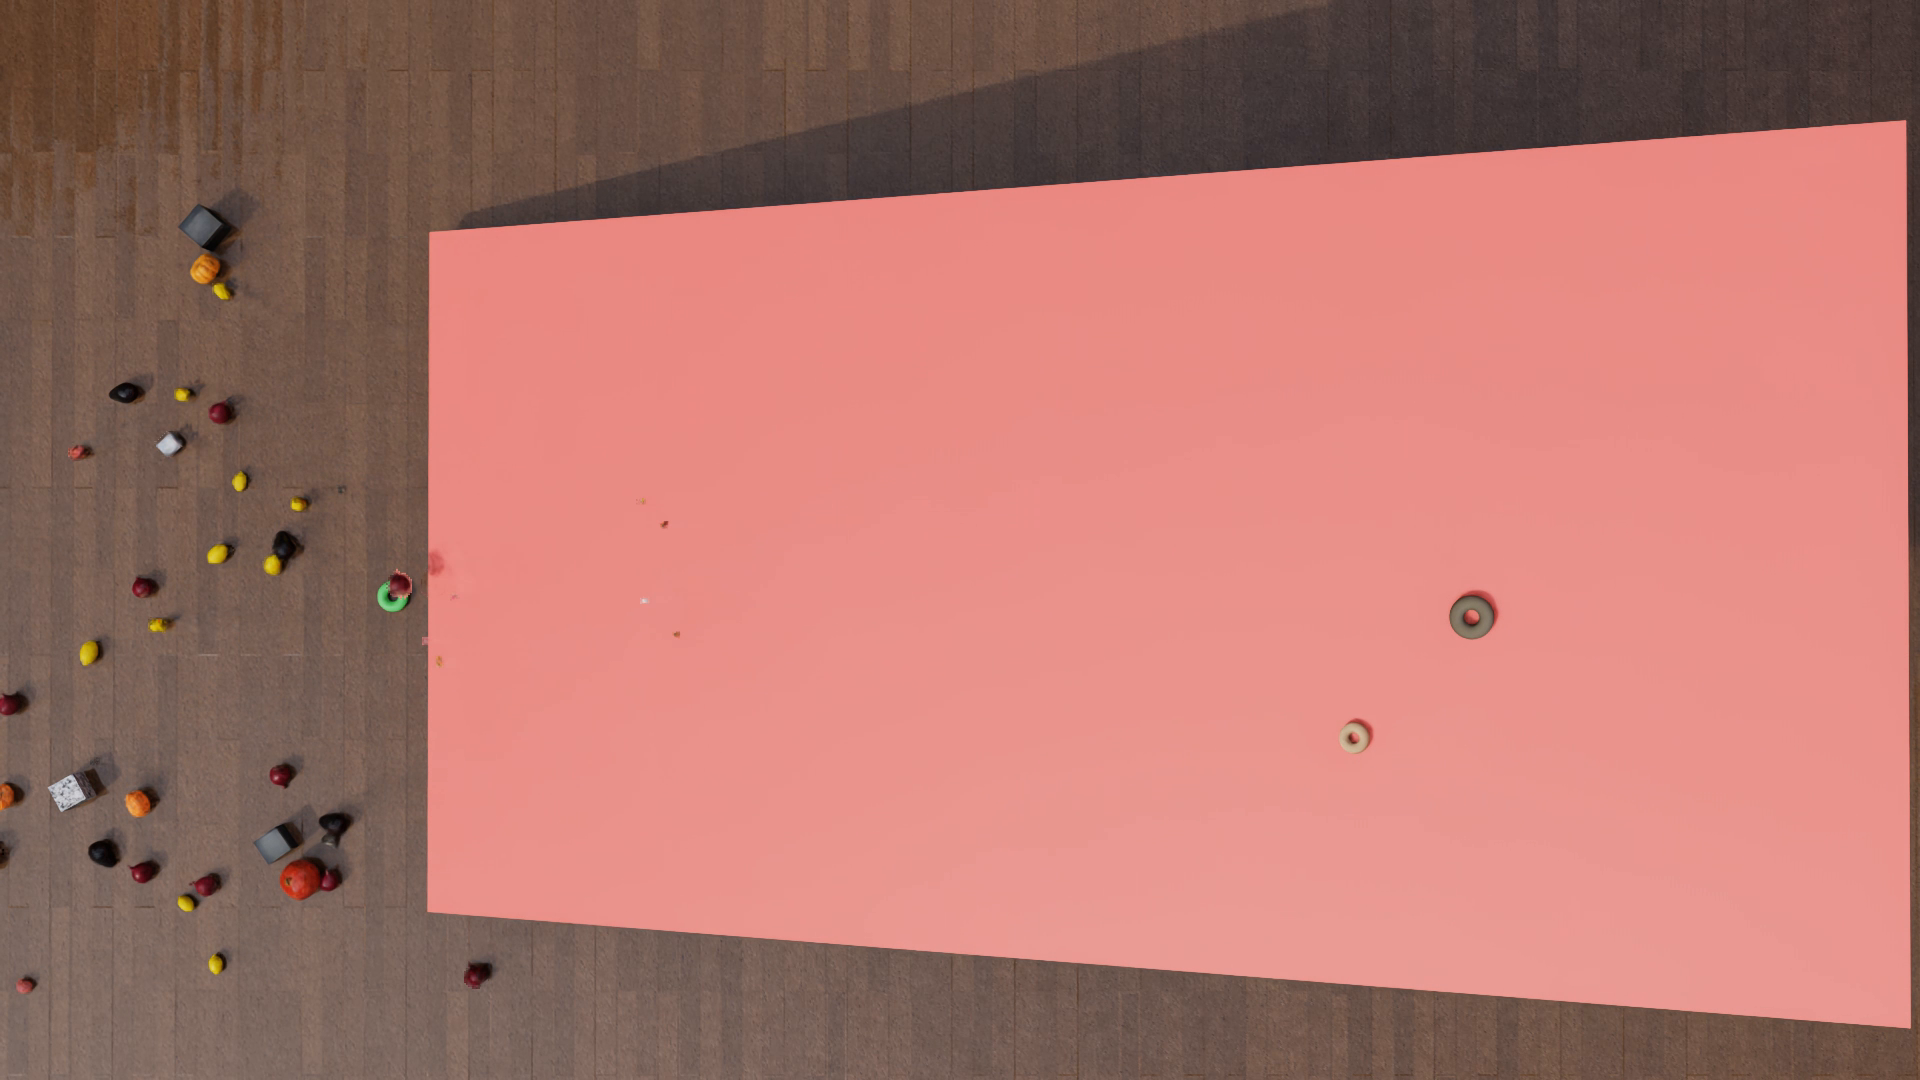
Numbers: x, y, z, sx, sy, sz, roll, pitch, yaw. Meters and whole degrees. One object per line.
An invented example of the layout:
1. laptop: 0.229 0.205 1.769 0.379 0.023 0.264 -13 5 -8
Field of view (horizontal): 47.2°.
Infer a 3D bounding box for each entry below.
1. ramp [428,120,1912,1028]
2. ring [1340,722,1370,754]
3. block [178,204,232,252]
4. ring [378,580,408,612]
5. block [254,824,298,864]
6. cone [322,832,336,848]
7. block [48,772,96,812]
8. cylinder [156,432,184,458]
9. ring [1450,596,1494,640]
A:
1. ramp: 0.283 0.083 5.704 4.000 0.100 2.000 0 89 24
2. ring: 0.957 0.480 5.330 0.077 0.026 0.077 -1 88 25
3. block: -2.241 -0.927 6.530 0.092 0.092 0.092 40 89 0
4. ring: -1.688 0.167 6.548 0.094 0.031 0.094 0 90 -1
5. block: -2.026 0.901 6.514 0.080 0.080 0.080 -35 89 0
6. cone: -1.866 0.902 6.543 0.050 0.050 0.050 -23 116 0
7. block: -2.629 0.745 6.515 0.083 0.083 0.083 -29 89 0
8. cylinder: -2.350 -0.283 6.541 0.053 0.053 0.053 -41 89 0
9. ring: 1.213 0.183 5.214 0.106 0.035 0.106 0 90 23
